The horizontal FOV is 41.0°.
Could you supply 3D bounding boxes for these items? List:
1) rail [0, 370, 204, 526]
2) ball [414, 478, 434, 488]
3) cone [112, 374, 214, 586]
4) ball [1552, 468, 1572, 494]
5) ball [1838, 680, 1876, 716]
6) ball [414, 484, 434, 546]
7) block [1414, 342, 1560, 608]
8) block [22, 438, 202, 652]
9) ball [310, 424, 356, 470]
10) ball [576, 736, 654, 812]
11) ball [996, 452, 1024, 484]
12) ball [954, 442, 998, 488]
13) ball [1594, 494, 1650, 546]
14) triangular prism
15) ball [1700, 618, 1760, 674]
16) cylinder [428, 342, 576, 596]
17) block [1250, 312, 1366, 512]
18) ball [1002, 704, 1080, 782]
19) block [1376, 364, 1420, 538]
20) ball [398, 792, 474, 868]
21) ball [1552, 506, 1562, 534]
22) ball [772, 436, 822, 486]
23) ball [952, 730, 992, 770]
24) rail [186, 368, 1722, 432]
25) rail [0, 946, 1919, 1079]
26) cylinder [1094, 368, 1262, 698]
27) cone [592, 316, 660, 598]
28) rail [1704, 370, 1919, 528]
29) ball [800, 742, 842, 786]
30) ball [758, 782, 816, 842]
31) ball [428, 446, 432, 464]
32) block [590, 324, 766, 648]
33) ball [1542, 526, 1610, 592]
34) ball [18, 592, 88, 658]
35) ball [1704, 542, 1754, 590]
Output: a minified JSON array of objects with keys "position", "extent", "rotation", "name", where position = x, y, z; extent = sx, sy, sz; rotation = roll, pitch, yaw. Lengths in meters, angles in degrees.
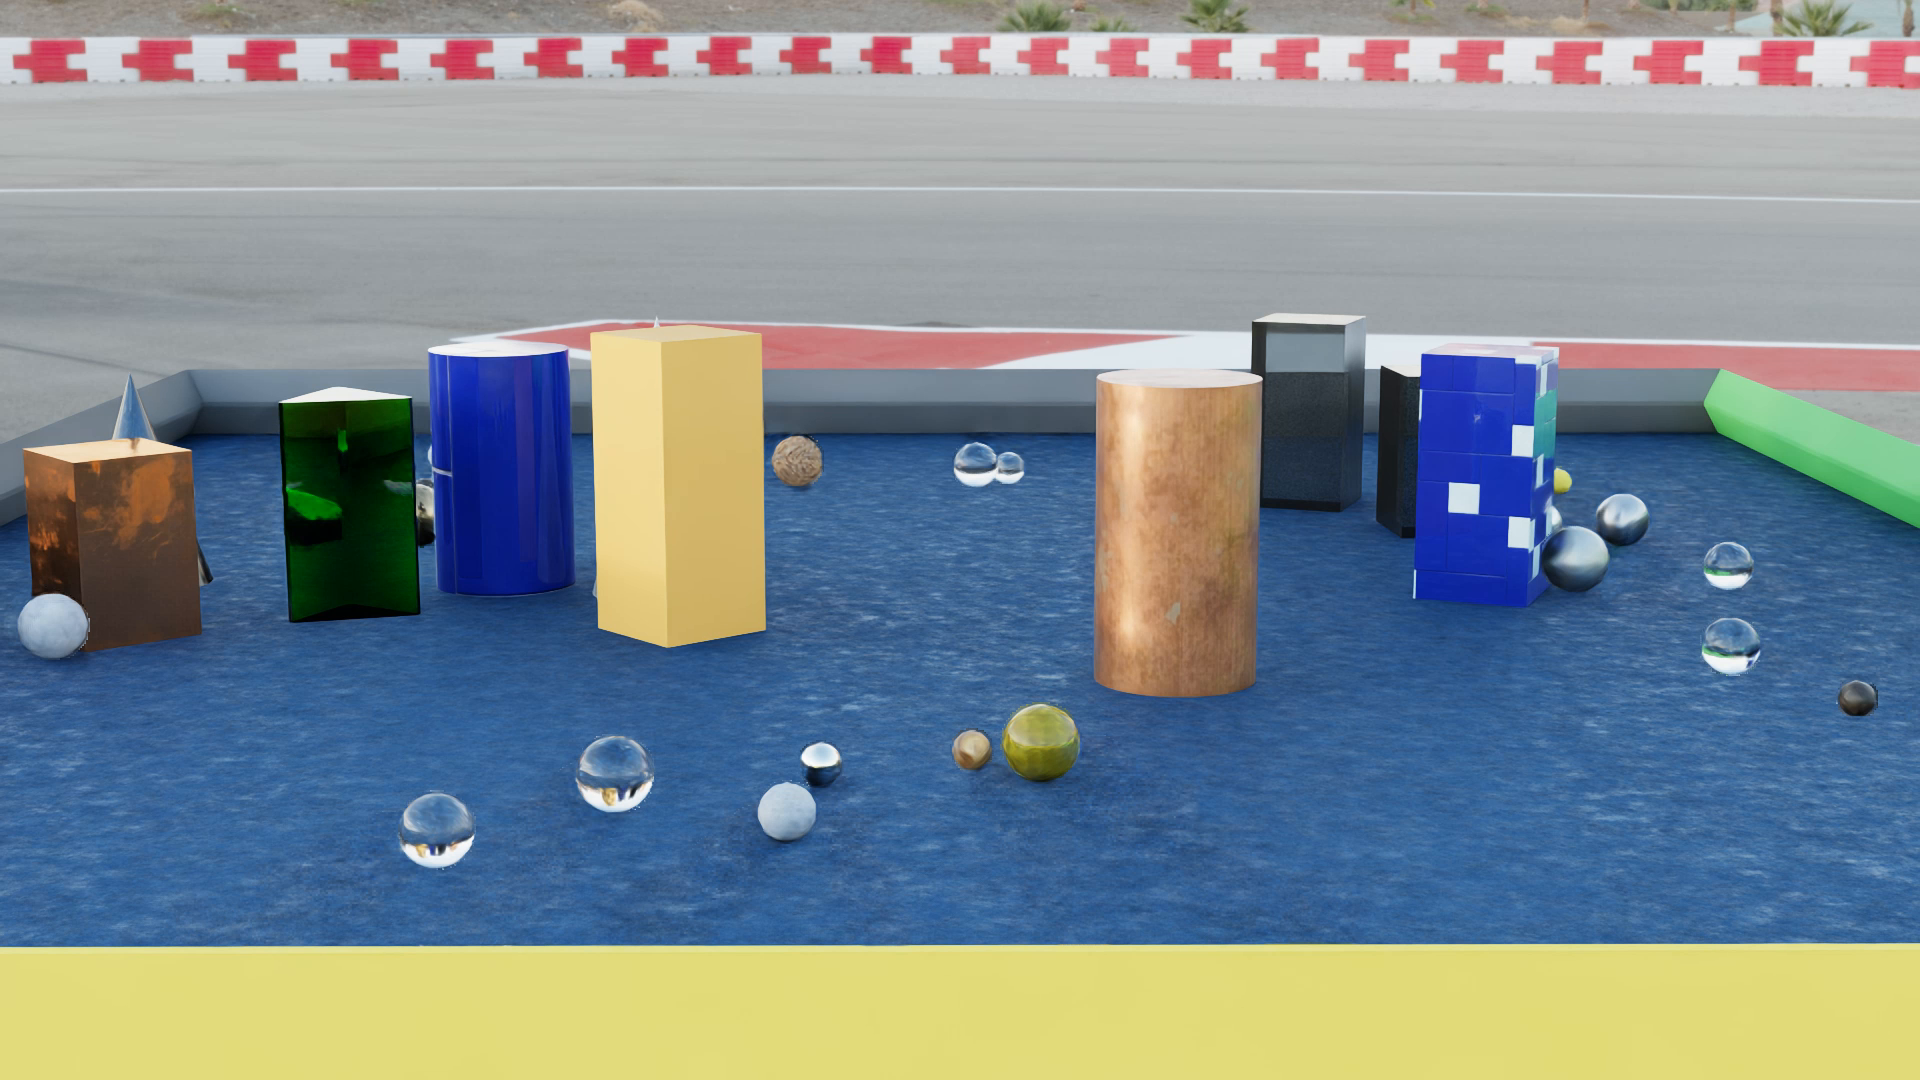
[{"position":[-1.506,0.034,3.440],"extent":[0.045,0.127,3.403],"rotation":[0,11,0],"name":"rail"},{"position":[-0.883,-0.076,4.237],"extent":[0.054,0.054,0.054],"rotation":[0,11,0],"name":"ball"},{"position":[-1.165,-0.088,3.626],"extent":[0.195,0.301,0.195],"rotation":[0,11,0],"name":"cone"},{"position":[1.025,-0.100,4.394],"extent":[0.044,0.044,0.044],"rotation":[0,11,0],"name":"ball"},{"position":[1.014,0.179,2.900],"extent":[0.040,0.040,0.040],"rotation":[0,11,0],"name":"ball"},{"position":[-0.831,-0.038,3.915],"extent":[0.096,0.096,0.096],"rotation":[0,11,0],"name":"ball"},{"position":[0.729,-0.094,3.552],"extent":[0.156,0.339,0.156],"rotation":[5,11,23],"name":"block"},{"position":[-1.091,0.003,3.303],"extent":[0.156,0.240,0.156],"rotation":[-9,14,-41],"name":"block"},{"position":[-1.137,-0.168,4.656],"extent":[0.082,0.082,0.082],"rotation":[0,11,0],"name":"ball"},{"position":[-0.340,0.231,2.528],"extent":[0.076,0.076,0.076],"rotation":[0,11,0],"name":"ball"},{"position":[0.085,-0.126,4.499],"extent":[0.057,0.057,0.057],"rotation":[0,11,0],"name":"ball"},{"position":[0.028,-0.130,4.463],"extent":[0.078,0.078,0.078],"rotation":[0,11,0],"name":"ball"},{"position":[1.012,-0.031,3.921],"extent":[0.081,0.081,0.081],"rotation":[0,11,0],"name":"ball"},{"position":[-0.827,-0.052,3.456],"extent":[0.169,0.293,0.146],"rotation":[-3,11,-18],"name":"triangular prism"},{"position":[0.931,0.128,3.099],"extent":[0.069,0.069,0.069],"rotation":[0,11,0],"name":"ball"},{"position":[-0.645,-0.103,3.617],"extent":[0.195,0.334,0.195],"rotation":[0,11,0],"name":"cylinder"},{"position":[0.581,-0.216,4.292],"extent":[0.156,0.309,0.156],"rotation":[4,11,21],"name":"block"},{"position":[0.084,0.209,2.635],"extent":[0.080,0.080,0.080],"rotation":[0,11,0],"name":"ball"},{"position":[0.757,-0.142,4.052],"extent":[0.156,0.253,0.156],"rotation":[-1,11,-6],"name":"block"},{"position":[-0.480,0.266,2.353],"extent":[0.069,0.069,0.069],"rotation":[0,11,0],"name":"ball"},{"position":[0.876,-0.023,3.897],"extent":[0.075,0.075,0.075],"rotation":[0,11,0],"name":"ball"},{"position":[-0.284,-0.138,4.479],"extent":[0.088,0.088,0.088],"rotation":[0,11,0],"name":"ball"},{"position":[0.012,0.220,2.681],"extent":[0.041,0.041,0.041],"rotation":[0,11,0],"name":"ball"},{"position":[-0.010,-0.273,5.098],"extent":[3.060,0.127,0.045],"rotation":[0,11,0],"name":"rail"},{"position":[0.010,0.339,1.800],"extent":[3.060,0.127,0.045],"rotation":[0,11,0],"name":"rail"},{"position":[0.258,-0.013,3.051],"extent":[0.195,0.363,0.195],"rotation":[0,11,0],"name":"cylinder"},{"position":[-0.416,-0.118,3.556],"extent":[0.195,0.387,0.195],"rotation":[0,11,0],"name":"cone"},{"position":[1.506,0.031,3.458],"extent":[0.045,0.127,3.403],"rotation":[0,11,0],"name":"rail"},{"position":[-0.142,0.229,2.622],"extent":[0.044,0.044,0.044],"rotation":[0,11,0],"name":"ball"},{"position":[-0.164,0.258,2.433],"extent":[0.055,0.055,0.055],"rotation":[0,11,0],"name":"ball"},{"position":[-0.933,-0.153,4.643],"extent":[0.059,0.059,0.059],"rotation":[0,11,0],"name":"ball"},{"position":[-0.363,-0.074,3.316],"extent":[0.156,0.387,0.156],"rotation":[-9,14,-41],"name":"block"},{"position":[0.849,0.027,3.541],"extent":[0.091,0.091,0.091],"rotation":[0,11,0],"name":"ball"},{"position":[-1.125,0.106,3.180],"extent":[0.082,0.082,0.082],"rotation":[0,11,0],"name":"ball"},{"position":[1.076,0.037,3.594],"extent":[0.068,0.068,0.068],"rotation":[0,11,0],"name":"ball"}]
